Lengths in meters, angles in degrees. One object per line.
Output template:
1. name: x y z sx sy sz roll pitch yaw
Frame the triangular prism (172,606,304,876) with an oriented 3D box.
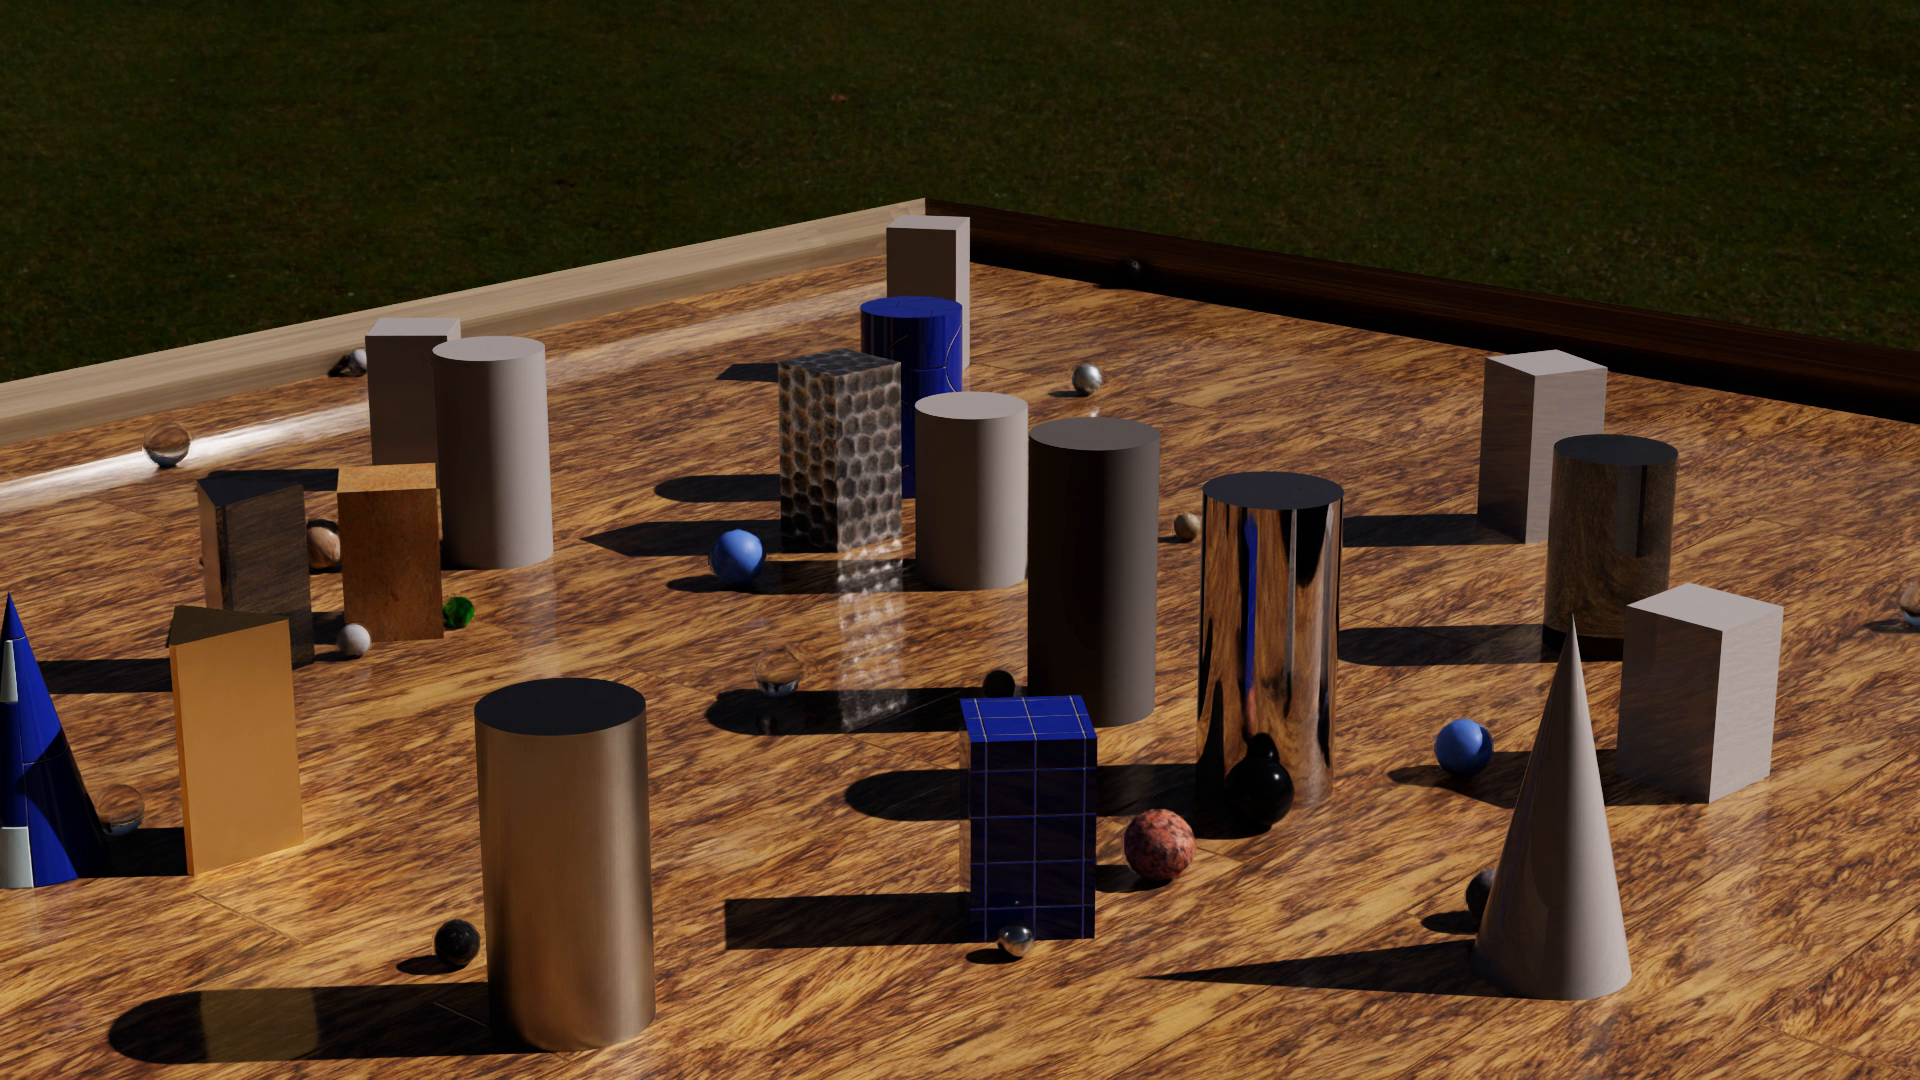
1. triangular prism: -1.023 0.263 4.016 0.173 0.328 0.150 -14 22 -40

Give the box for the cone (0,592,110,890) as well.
1. cone: -1.264 0.252 3.950 0.200 0.386 0.200 0 17 0

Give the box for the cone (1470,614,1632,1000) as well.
1. cone: 0.741 0.311 3.614 0.200 0.466 0.200 0 17 0

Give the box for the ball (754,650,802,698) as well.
1. ball: -0.286 0.211 4.627 0.075 0.075 0.075 0 17 0

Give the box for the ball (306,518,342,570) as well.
1. ball: -1.149 0.008 5.269 0.093 0.093 0.093 0 17 0

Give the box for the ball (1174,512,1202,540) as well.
1. ball: 0.423 -0.025 5.453 0.051 0.051 0.051 0 17 0

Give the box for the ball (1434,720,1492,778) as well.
1. ball: 0.738 0.305 4.296 0.084 0.084 0.084 0 17 0

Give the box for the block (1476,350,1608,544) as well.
1. block: 1.088 -0.176 5.487 0.160 0.320 0.160 -7 18 -23

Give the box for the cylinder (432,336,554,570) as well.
1. cylinder: -0.846 -0.160 5.319 0.200 0.385 0.200 0 17 0

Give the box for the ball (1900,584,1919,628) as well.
1. ball: 1.630 0.110 4.959 0.076 0.076 0.076 0 17 0

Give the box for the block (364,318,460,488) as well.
1. block: -1.078 -0.272 5.824 0.160 0.310 0.160 0 17 0

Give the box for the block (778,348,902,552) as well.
1. block: -0.222 -0.168 5.439 0.160 0.333 0.160 -15 23 -41

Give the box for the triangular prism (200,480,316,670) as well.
1. triangular prism: -1.166 0.060 4.727 0.150 0.305 0.173 12 21 35

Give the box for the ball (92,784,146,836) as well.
1. ball: -1.172 0.376 4.081 0.073 0.073 0.073 0 17 0

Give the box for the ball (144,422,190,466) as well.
1. ball: -1.609 -0.195 5.950 0.089 0.089 0.089 0 17 0

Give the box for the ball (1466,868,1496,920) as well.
1. ball: 0.692 0.462 3.797 0.072 0.072 0.072 0 17 0

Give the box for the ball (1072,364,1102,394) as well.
1. ball: 0.283 -0.358 6.530 0.067 0.067 0.067 0 17 0

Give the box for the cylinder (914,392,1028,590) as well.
1. cylinder: 0.020 -0.089 5.211 0.200 0.311 0.200 0 17 0

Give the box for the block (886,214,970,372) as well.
1. block: -0.072 -0.556 6.705 0.160 0.345 0.160 3 17 11

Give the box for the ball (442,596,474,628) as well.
1. ball: -0.849 0.121 4.963 0.053 0.053 0.053 0 17 0

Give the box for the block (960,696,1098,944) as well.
1. block: 0.086 0.359 3.789 0.160 0.274 0.160 -1 17 -5

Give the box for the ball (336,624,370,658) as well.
1. ball: -0.996 0.165 4.813 0.055 0.055 0.055 0 17 0

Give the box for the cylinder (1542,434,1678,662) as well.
1. cylinder: 1.073 0.011 4.845 0.200 0.332 0.200 0 17 0

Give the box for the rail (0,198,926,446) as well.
1. rail: -1.623 -0.374 6.469 0.045 0.130 4.706 14 22 39

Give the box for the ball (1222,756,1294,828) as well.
1. ball: 0.418 0.354 4.110 0.099 0.099 0.099 0 17 0

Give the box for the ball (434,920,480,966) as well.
1. ball: -0.631 0.505 3.676 0.059 0.059 0.059 0 17 0

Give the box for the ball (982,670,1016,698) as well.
1. ball: 0.061 0.230 4.604 0.051 0.051 0.051 0 17 0

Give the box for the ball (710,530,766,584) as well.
1. ball: -0.393 0.030 5.187 0.097 0.097 0.097 0 17 0

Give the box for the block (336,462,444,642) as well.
1. block: -0.957 0.021 4.933 0.160 0.262 0.160 -3 17 -10

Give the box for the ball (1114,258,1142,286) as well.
1. ball: 0.441 -0.699 7.652 0.074 0.074 0.074 0 17 0

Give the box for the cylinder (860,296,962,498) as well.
1. cylinder: -0.095 -0.282 5.768 0.200 0.361 0.200 0 17 0

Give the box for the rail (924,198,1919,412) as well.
1. rail: 1.527 -0.475 6.804 4.346 0.130 0.045 14 22 39

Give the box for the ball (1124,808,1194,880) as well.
1. ball: 0.267 0.409 3.934 0.096 0.096 0.096 0 17 0

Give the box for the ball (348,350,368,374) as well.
1. ball: -1.372 -0.406 6.706 0.058 0.058 0.058 0 17 0

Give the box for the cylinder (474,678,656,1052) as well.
1. cylinder: -0.468 0.384 3.491 0.200 0.397 0.200 0 17 0

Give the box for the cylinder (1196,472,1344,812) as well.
1. cylinder: 0.442 0.144 4.201 0.200 0.448 0.200 0 17 0

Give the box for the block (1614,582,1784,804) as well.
1. block: 1.076 0.220 4.272 0.160 0.261 0.160 -15 23 -41

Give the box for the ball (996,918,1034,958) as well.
1. ball: 0.070 0.503 3.702 0.049 0.049 0.049 0 17 0

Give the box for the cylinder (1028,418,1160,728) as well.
1. cylinder: 0.205 0.049 4.531 0.200 0.441 0.200 0 17 0
